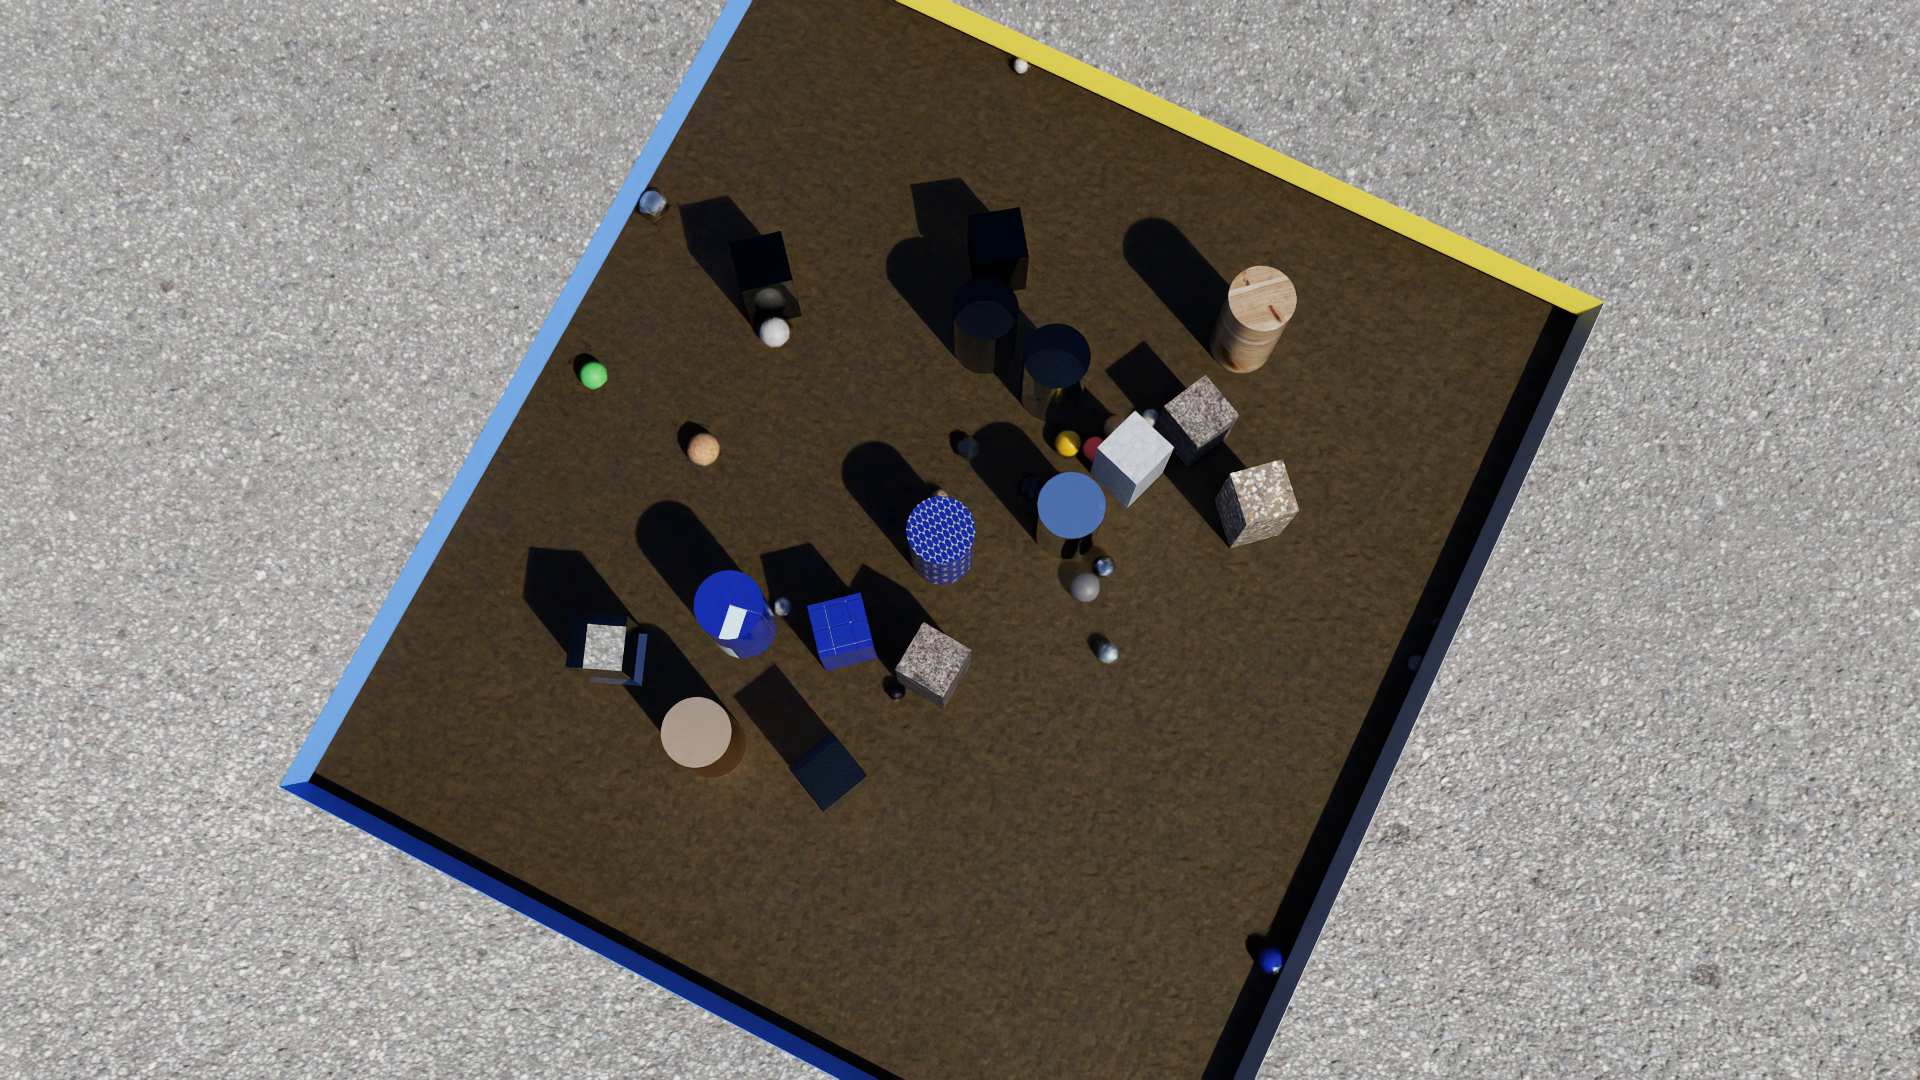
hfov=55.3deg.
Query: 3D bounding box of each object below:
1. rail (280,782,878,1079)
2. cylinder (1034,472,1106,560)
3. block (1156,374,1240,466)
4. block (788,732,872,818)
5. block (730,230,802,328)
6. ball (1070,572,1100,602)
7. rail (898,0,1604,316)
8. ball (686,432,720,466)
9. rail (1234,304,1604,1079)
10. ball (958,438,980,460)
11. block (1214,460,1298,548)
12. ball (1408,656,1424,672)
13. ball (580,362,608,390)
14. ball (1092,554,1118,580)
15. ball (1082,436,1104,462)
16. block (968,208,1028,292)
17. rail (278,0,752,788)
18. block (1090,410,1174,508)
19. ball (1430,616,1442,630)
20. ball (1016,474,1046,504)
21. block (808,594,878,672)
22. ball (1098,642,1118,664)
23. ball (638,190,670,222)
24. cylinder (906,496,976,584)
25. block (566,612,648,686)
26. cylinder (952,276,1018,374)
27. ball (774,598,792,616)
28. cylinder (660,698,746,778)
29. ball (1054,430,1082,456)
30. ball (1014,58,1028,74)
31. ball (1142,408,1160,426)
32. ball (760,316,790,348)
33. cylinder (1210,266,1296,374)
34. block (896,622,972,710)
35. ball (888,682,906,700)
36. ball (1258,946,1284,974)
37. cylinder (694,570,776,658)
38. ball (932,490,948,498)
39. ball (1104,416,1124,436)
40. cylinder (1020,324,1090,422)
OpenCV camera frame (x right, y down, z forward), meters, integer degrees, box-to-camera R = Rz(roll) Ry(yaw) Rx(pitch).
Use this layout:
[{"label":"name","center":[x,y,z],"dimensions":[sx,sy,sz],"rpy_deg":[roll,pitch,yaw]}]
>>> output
[{"label":"rail","center":[-0.683,1.344,5.272],"dimensions":[2.888,0.129,0.045],"rpy_deg":[26,80,5]},{"label":"cylinder","center":[0.324,-0.069,5.468],"dimensions":[0.199,0.320,0.199],"rpy_deg":[0,78,0]},{"label":"block","center":[0.718,-0.359,5.564],"dimensions":[0.159,0.248,0.159],"rpy_deg":[-37,81,-7]},{"label":"block","center":[-0.372,0.684,5.311],"dimensions":[0.159,0.320,0.159],"rpy_deg":[-39,81,-7]},{"label":"block","center":[-0.593,-0.795,5.612],"dimensions":[0.159,0.331,0.159],"rpy_deg":[-13,79,-3]},{"label":"ball","center":[0.378,0.142,5.541],"dimensions":[0.091,0.091,0.091],"rpy_deg":[0,78,0]},{"label":"rail","center":[0.683,-1.330,5.825],"dimensions":[2.888,0.129,0.045],"rpy_deg":[26,80,5]},{"label":"ball","center":[-0.788,-0.279,5.624],"dimensions":[0.099,0.099,0.099],"rpy_deg":[0,78,0]},{"label":"rail","center":[1.270,0.629,5.420],"dimensions":[0.045,0.129,3.100],"rpy_deg":[26,80,5]},{"label":"ball","center":[0.026,-0.283,5.641],"dimensions":[0.068,0.068,0.068],"rpy_deg":[0,78,0]},{"label":"block","center":[0.881,-0.104,5.464],"dimensions":[0.159,0.341,0.159],"rpy_deg":[-15,79,-3]},{"label":"ball","center":[1.373,0.372,5.513],"dimensions":[0.052,0.052,0.052],"rpy_deg":[0,78,0]},{"label":"ball","center":[-1.135,-0.510,5.679],"dimensions":[0.085,0.085,0.085],"rpy_deg":[0,78,0]},{"label":"ball","center":[0.439,0.082,5.561],"dimensions":[0.075,0.075,0.075],"rpy_deg":[0,78,0]},{"label":"ball","center":[0.415,-0.280,5.636],"dimensions":[0.076,0.076,0.076],"rpy_deg":[0,78,0]},{"label":"block","center":[0.116,-0.885,5.651],"dimensions":[0.159,0.291,0.159],"rpy_deg":[-9,78,-2]},{"label":"rail","center":[-1.270,-0.615,5.677],"dimensions":[0.045,0.129,3.100],"rpy_deg":[26,80,5]},{"label":"block","center":[0.513,-0.238,5.505],"dimensions":[0.159,0.314,0.159],"rpy_deg":[44,82,8]},{"label":"ball","center":[1.445,0.252,5.543],"dimensions":[0.042,0.042,0.042],"rpy_deg":[0,78,0]},{"label":"ball","center":[0.220,-0.156,5.602],"dimensions":[0.092,0.092,0.092],"rpy_deg":[0,78,0]},{"label":"block","center":[-0.346,0.274,5.421],"dimensions":[0.159,0.272,0.159],"rpy_deg":[-14,79,-3]},{"label":"ball","center":[0.445,0.339,5.514],"dimensions":[0.063,0.063,0.063],"rpy_deg":[0,78,0]},{"label":"ball","center":[-0.966,-1.055,5.785],"dimensions":[0.098,0.098,0.098],"rpy_deg":[0,78,0]},{"label":"cylinder","center":[-0.055,0.005,5.443],"dimensions":[0.199,0.338,0.199],"rpy_deg":[0,78,0]},{"label":"block","center":[-1.033,0.322,5.376],"dimensions":[0.159,0.341,0.159],"rpy_deg":[4,78,1]},{"label":"cylinder","center":[0.075,-0.650,5.580],"dimensions":[0.199,0.336,0.199],"rpy_deg":[0,78,0]},{"label":"ball","center":[-0.537,0.203,5.547],"dimensions":[0.054,0.054,0.054],"rpy_deg":[0,78,0]},{"label":"cylinder","center":[-0.740,0.575,5.316],"dimensions":[0.199,0.355,0.199],"rpy_deg":[0,78,0]},{"label":"ball","center":[0.331,-0.298,5.636],"dimensions":[0.083,0.083,0.083],"rpy_deg":[0,78,0]},{"label":"ball","center":[0.196,-1.530,5.908],"dimensions":[0.050,0.050,0.050],"rpy_deg":[0,78,0]},{"label":"ball","center":[0.589,-0.377,5.666],"dimensions":[0.056,0.056,0.056],"rpy_deg":[0,78,0]},{"label":"ball","center":[-0.576,-0.647,5.702],"dimensions":[0.095,0.095,0.095],"rpy_deg":[0,78,0]},{"label":"cylinder","center":[0.880,-0.660,5.537],"dimensions":[0.199,0.424,0.199],"rpy_deg":[0,78,0]},{"label":"block","center":[-0.077,0.372,5.383],"dimensions":[0.159,0.307,0.159],"rpy_deg":[30,80,6]},{"label":"ball","center":[-0.189,0.455,5.494],"dimensions":[0.055,0.055,0.055],"rpy_deg":[0,78,0]},{"label":"ball","center":[0.905,1.220,5.325],"dimensions":[0.076,0.076,0.076],"rpy_deg":[0,78,0]},{"label":"cylinder","center":[-0.655,0.222,5.373],"dimensions":[0.199,0.386,0.199],"rpy_deg":[0,78,0]},{"label":"ball","center":[-0.062,-0.127,5.616],"dimensions":[0.054,0.054,0.054],"rpy_deg":[0,78,0]},{"label":"ball","center":[0.479,-0.346,5.650],"dimensions":[0.075,0.075,0.075],"rpy_deg":[0,78,0]},{"label":"cylinder","center":[0.283,-0.502,5.535],"dimensions":[0.199,0.364,0.199],"rpy_deg":[0,78,0]}]
